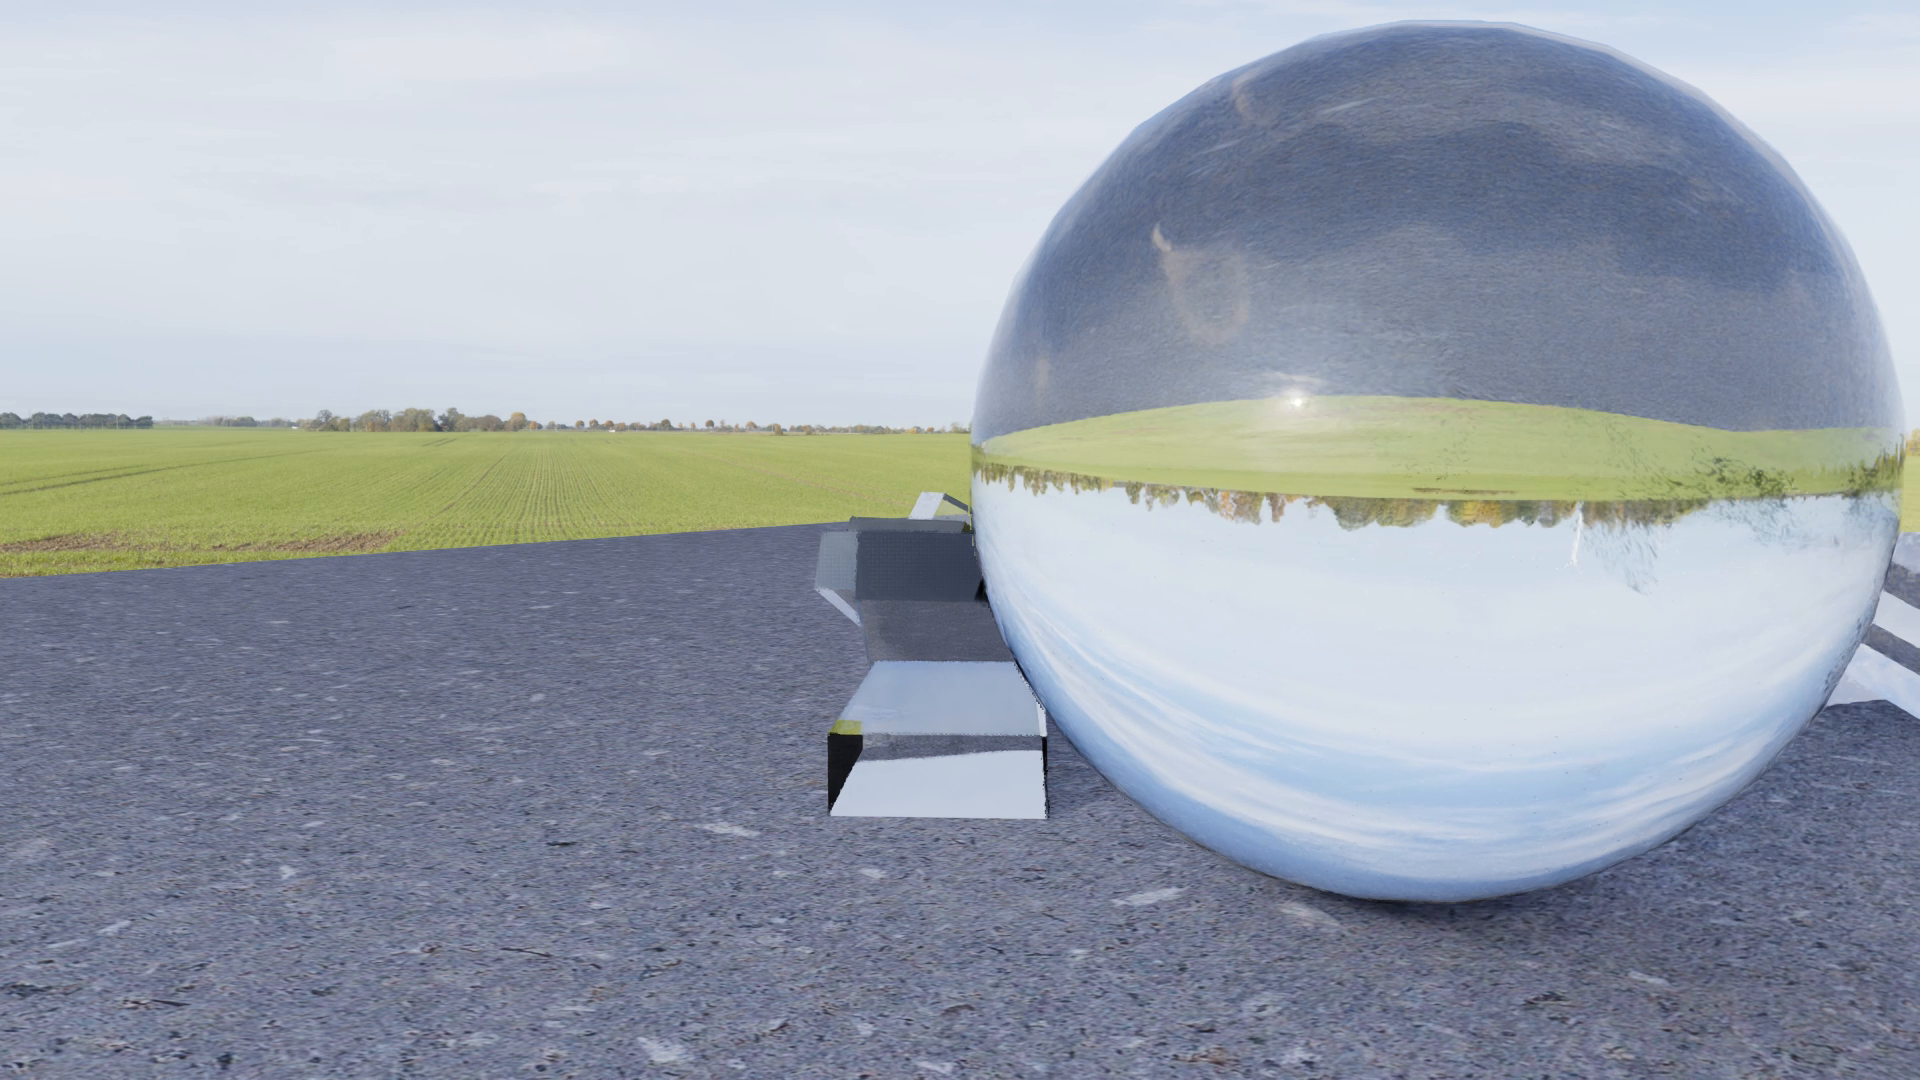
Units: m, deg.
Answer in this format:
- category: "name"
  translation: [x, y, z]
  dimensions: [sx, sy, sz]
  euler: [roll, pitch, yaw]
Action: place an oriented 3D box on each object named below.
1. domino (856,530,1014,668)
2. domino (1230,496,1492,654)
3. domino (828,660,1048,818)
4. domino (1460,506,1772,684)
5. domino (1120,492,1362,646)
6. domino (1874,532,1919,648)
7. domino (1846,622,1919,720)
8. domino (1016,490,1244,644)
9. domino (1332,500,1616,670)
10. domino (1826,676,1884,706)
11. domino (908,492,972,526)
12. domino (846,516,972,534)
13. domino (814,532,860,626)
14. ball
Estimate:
- category: "domino"
  translation: [-0.001, 0.012, 0.192]
  dimensions: [0.025, 0.010, 0.050]
  euler: [1, -20, -1]
- category: "domino"
  translation: [0.087, 0.006, 0.280]
  dimensions: [0.025, 0.010, 0.050]
  euler: [-4, 31, -48]
- category: "domino"
  translation: [-0.001, 0.025, 0.171]
  dimensions: [0.025, 0.009, 0.050]
  euler: [0, 4, 3]
- category: "domino"
  translation: [0.125, 0.009, 0.248]
  dimensions: [0.025, 0.009, 0.050]
  euler: [-1, 29, -26]
- category: "domino"
  translation: [0.063, 0.006, 0.288]
  dimensions: [0.050, 0.010, 0.025]
  euler: [31, 17, 23]
- category: "domino"
  translation: [0.154, 0.015, 0.183]
  dimensions: [0.025, 0.010, 0.050]
  euler: [-2, 28, -23]
- category: "domino"
  translation: [0.145, 0.013, 0.205]
  dimensions: [0.025, 0.010, 0.050]
  euler: [-2, 29, -24]
- category: "domino"
  translation: [0.038, 0.005, 0.287]
  dimensions: [0.050, 0.010, 0.025]
  euler: [28, 7, 4]
- category: "domino"
  translation: [0.105, 0.008, 0.265]
  dimensions: [0.025, 0.010, 0.050]
  euler: [-4, 31, -42]
- category: "domino"
  translation: [0.136, 0.011, 0.227]
  dimensions: [0.025, 0.010, 0.050]
  euler: [-1, 29, -24]
- category: "domino"
  translation: [0.014, 0.006, 0.277]
  dimensions: [0.050, 0.010, 0.025]
  euler: [28, -3, -12]
- category: "domino"
  translation: [0.002, 0.009, 0.249]
  dimensions: [0.025, 0.010, 0.050]
  euler: [3, -19, 33]
- category: "domino"
  translation: [-0.004, 0.012, 0.222]
  dimensions: [0.025, 0.010, 0.050]
  euler: [1, -19, 16]
- category: "ball"
  translation: [0.041, -0.007, 0.122]
  dimensions: [0.080, 0.080, 0.080]
  euler: [0, 4, 0]
